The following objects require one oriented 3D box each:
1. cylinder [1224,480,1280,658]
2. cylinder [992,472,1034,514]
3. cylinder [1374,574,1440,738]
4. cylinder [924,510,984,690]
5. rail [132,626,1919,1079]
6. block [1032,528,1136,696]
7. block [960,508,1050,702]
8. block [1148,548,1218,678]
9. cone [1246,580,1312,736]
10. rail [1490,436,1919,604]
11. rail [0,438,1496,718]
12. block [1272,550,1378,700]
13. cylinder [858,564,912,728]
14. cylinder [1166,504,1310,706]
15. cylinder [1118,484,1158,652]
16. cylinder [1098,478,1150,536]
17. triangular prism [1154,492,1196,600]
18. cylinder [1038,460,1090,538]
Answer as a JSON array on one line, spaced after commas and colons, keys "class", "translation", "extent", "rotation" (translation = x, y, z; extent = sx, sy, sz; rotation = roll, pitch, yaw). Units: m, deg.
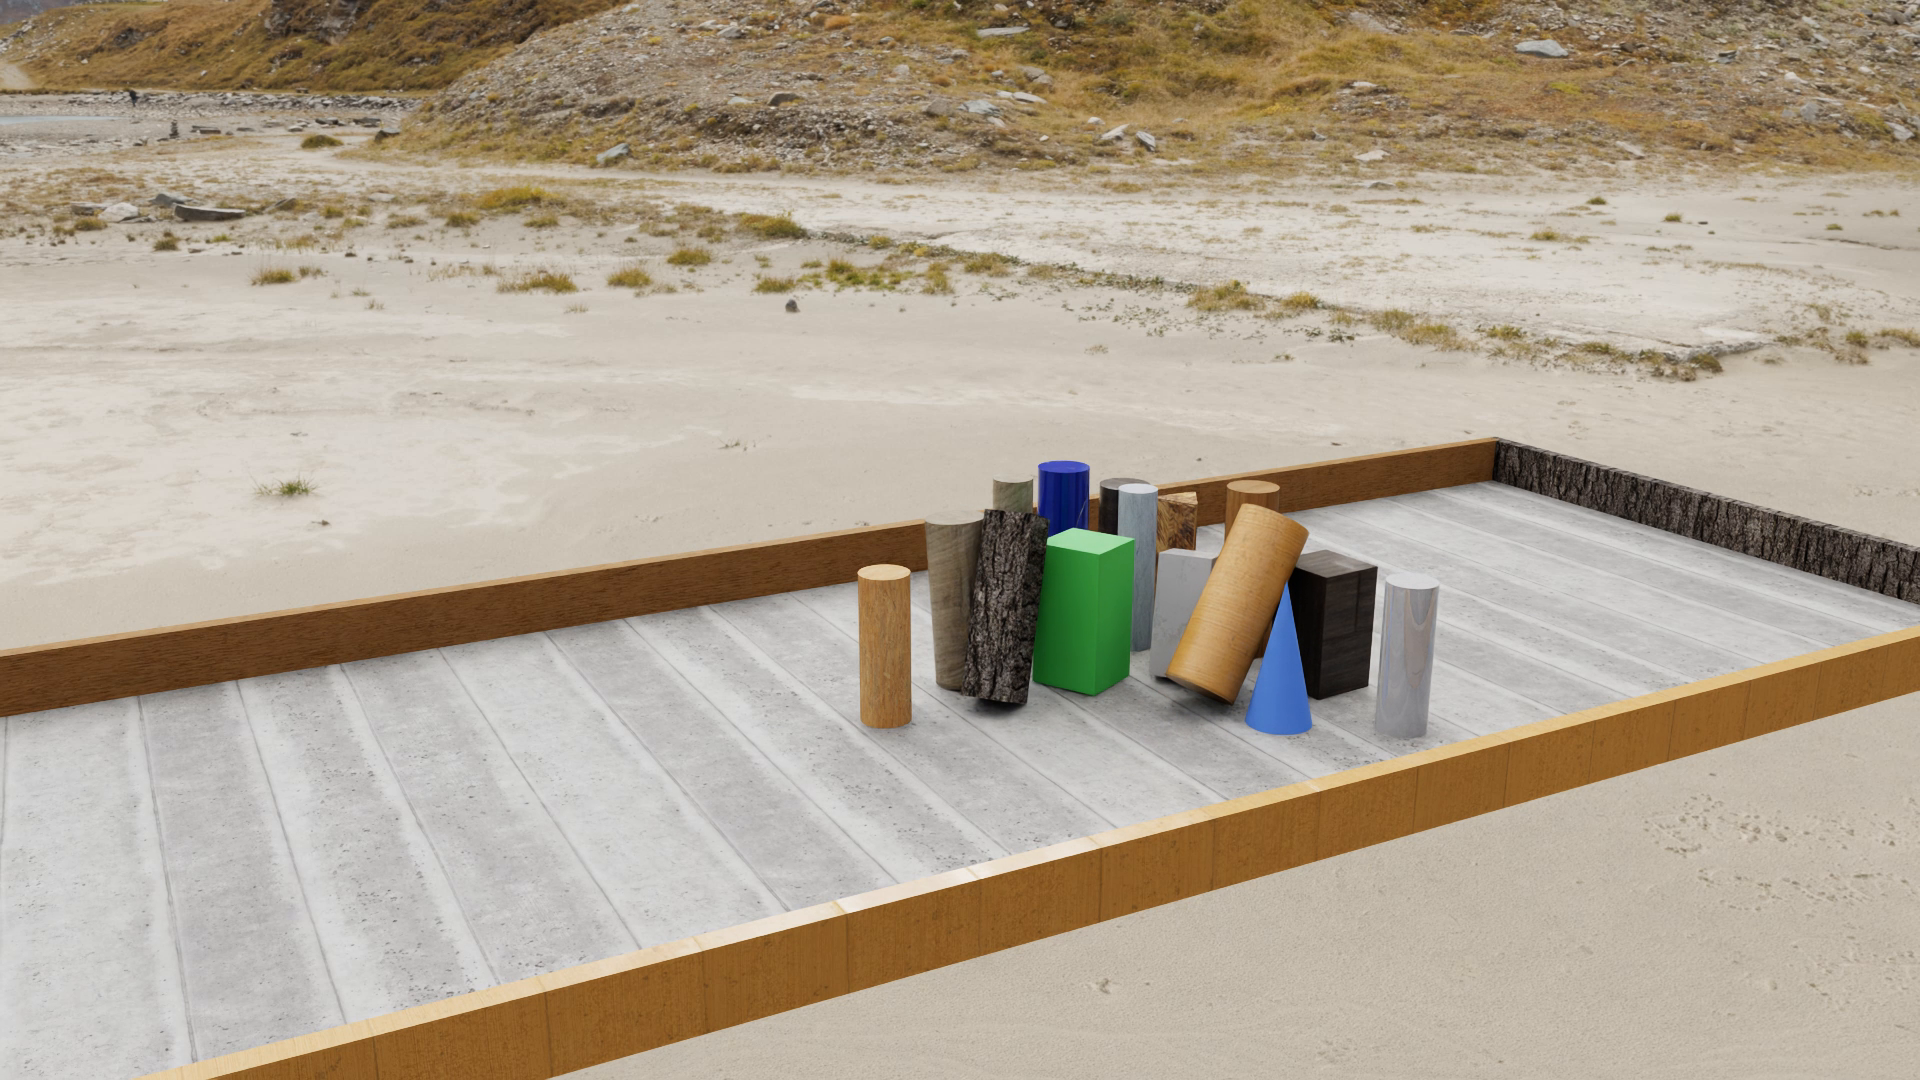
[{"class": "cylinder", "translation": [0.754, 0.077, 4.301], "extent": [0.134, 0.446, 0.134], "rotation": [0, 16, 0]}, {"class": "cylinder", "translation": [0.138, 0.057, 4.351], "extent": [0.106, 0.457, 0.106], "rotation": [0, 16, 0]}, {"class": "cylinder", "translation": [1.031, 0.267, 3.807], "extent": [0.120, 0.361, 0.120], "rotation": [0, 16, 0]}, {"class": "cylinder", "translation": [0.001, 0.147, 4.092], "extent": [0.151, 0.419, 0.151], "rotation": [-4, 14, 1]}, {"class": "rail", "translation": [-2.336, 1.006, 1.665], "extent": [12.000, 0.150, 0.050], "rotation": [-9, 18, -27]}, {"class": "block", "translation": [0.308, 0.175, 4.113], "extent": [0.178, 0.360, 0.178], "rotation": [11, 18, 33]}, {"class": "block", "translation": [0.111, 0.160, 3.982], "extent": [0.124, 0.450, 0.124], "rotation": [6, -4, 23]}, {"class": "block", "translation": [0.569, 0.186, 4.141], "extent": [0.133, 0.308, 0.133], "rotation": [7, 7, 22]}, {"class": "cone", "translation": [0.752, 0.261, 3.843], "extent": [0.157, 0.352, 0.157], "rotation": [0, 16, 0]}, {"class": "rail", "translation": [2.466, -0.048, 5.253], "extent": [0.050, 0.150, 2.100], "rotation": [-9, 18, -27]}, {"class": "rail", "translation": [-3.305, 0.497, 3.399], "extent": [12.000, 0.150, 0.050], "rotation": [-9, 18, -27]}, {"class": "block", "translation": [0.899, 0.207, 4.094], "extent": [0.174, 0.313, 0.174], "rotation": [-10, 19, -32]}, {"class": "cylinder", "translation": [-0.175, 0.249, 3.862], "extent": [0.122, 0.364, 0.122], "rotation": [0, 16, 0]}, {"class": "cylinder", "translation": [0.669, 0.155, 3.981], "extent": [0.178, 0.455, 0.178], "rotation": [25, -7, 3]}, {"class": "cylinder", "translation": [0.463, 0.073, 4.342], "extent": [0.102, 0.431, 0.102], "rotation": [0, 16, 0]}, {"class": "cylinder", "translation": [0.478, -0.011, 4.830], "extent": [0.147, 0.317, 0.147], "rotation": [0, 16, 0]}, {"class": "triangular prism", "translation": [0.624, 0.039, 4.628], "extent": [0.135, 0.335, 0.117], "rotation": [11, 20, 34]}, {"class": "cylinder", "translation": [0.285, 0.003, 4.588], "extent": [0.143, 0.426, 0.143], "rotation": [0, 16, 0]}]
